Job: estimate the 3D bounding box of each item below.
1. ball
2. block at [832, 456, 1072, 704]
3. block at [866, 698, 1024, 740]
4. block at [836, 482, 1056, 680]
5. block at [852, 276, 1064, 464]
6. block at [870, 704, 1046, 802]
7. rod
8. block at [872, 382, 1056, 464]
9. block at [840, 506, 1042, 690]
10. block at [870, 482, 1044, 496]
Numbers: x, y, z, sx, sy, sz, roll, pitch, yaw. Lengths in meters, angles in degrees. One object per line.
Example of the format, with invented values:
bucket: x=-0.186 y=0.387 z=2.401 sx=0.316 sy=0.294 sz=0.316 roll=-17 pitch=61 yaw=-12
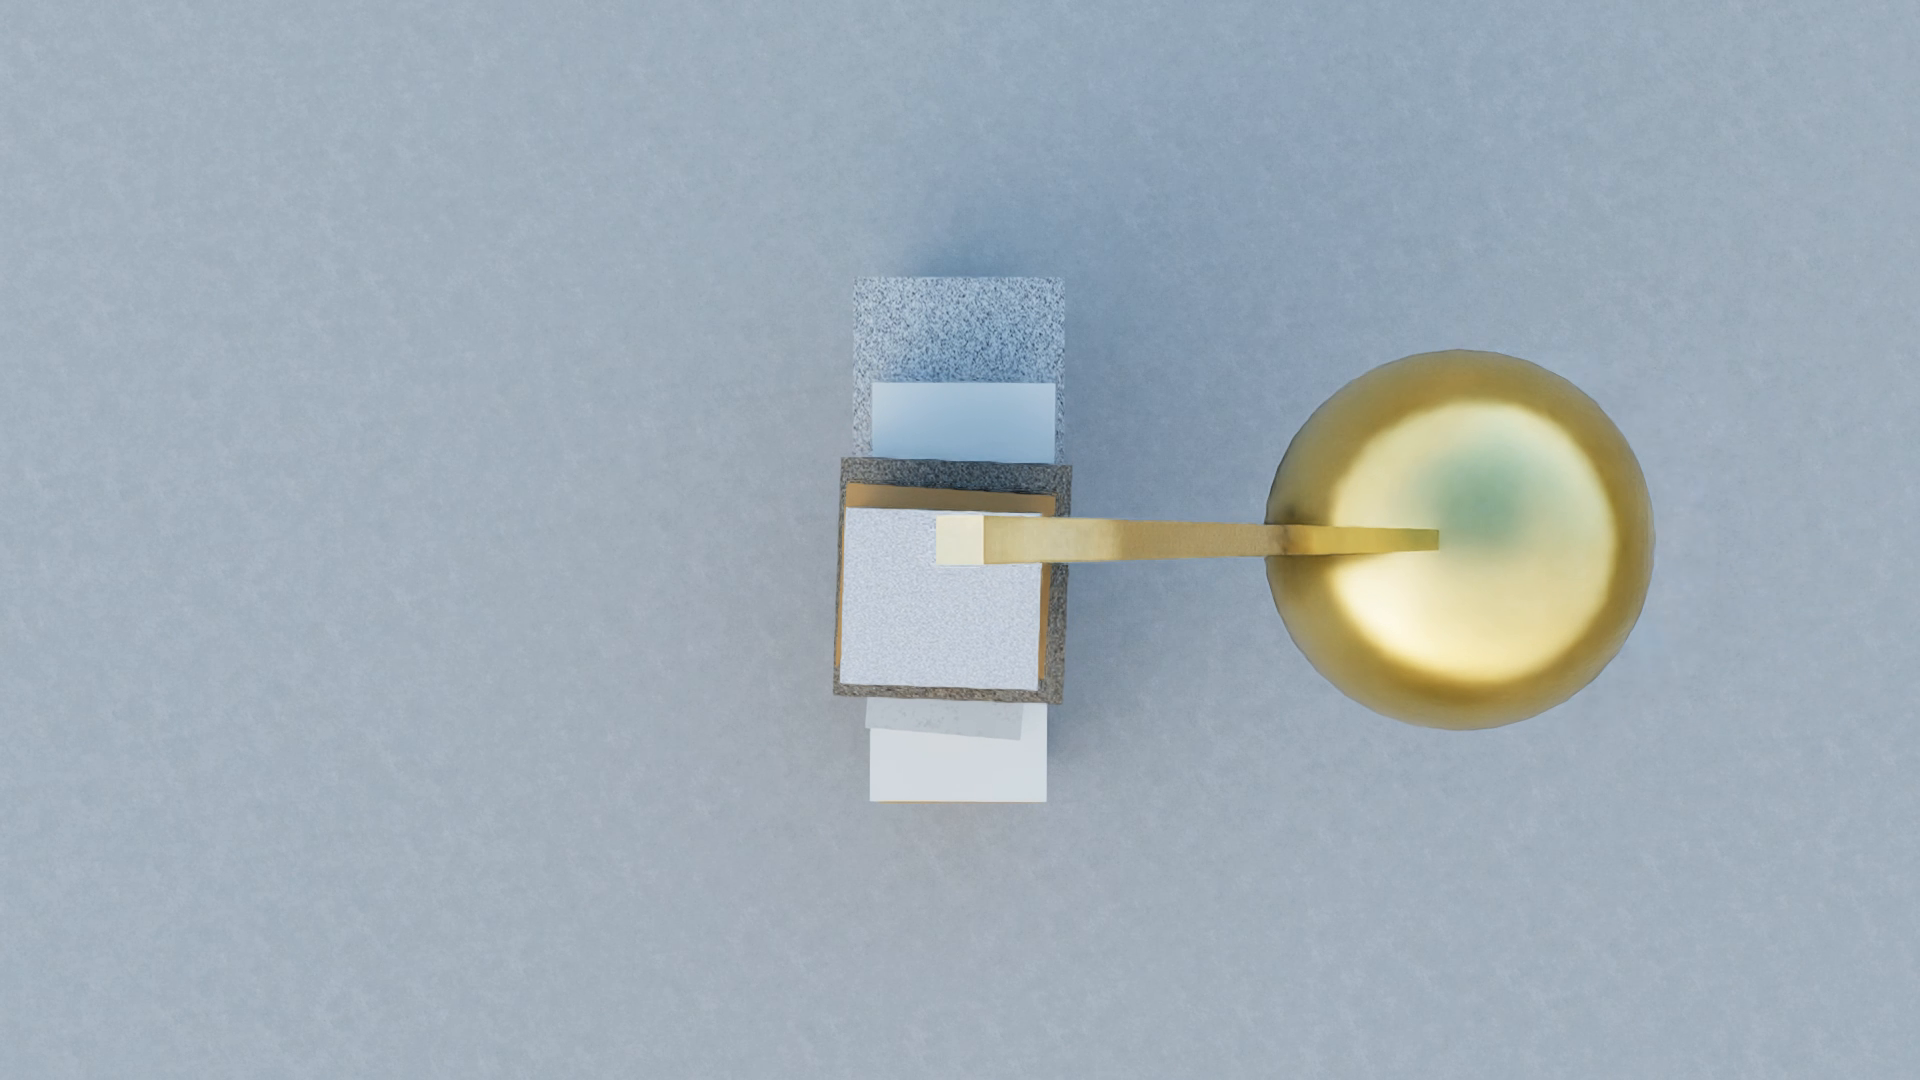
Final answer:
ball: x=2.074 y=0.000 z=9.202 sx=1.600 sy=1.600 sz=1.600 roll=0 pitch=90 yaw=0
block: x=-0.033 y=0.158 z=9.789 sx=0.986 sy=0.839 sz=1.019 roll=2 pitch=92 yaw=0
block: x=-0.047 y=0.509 z=10.630 sx=0.726 sy=0.803 sz=0.785 roll=5 pitch=90 yaw=0
block: x=-0.042 y=0.142 z=8.287 sx=0.754 sy=0.723 sz=0.663 roll=4 pitch=91 yaw=2
block: x=-0.006 y=-0.819 z=11.502 sx=1.060 sy=0.977 sz=0.995 roll=0 pitch=90 yaw=0
block: x=-0.007 y=0.893 z=11.463 sx=0.886 sy=0.860 sz=0.840 roll=0 pitch=90 yaw=0
rod: x=0.899 y=0.000 z=6.012 sx=0.080 sy=5.200 sz=0.080 roll=0 pitch=90 yaw=20
block: x=0.016 y=-0.363 z=10.599 sx=0.845 sy=0.822 sz=0.783 roll=0 pitch=94 yaw=0
block: x=-0.053 y=0.189 z=7.611 sx=0.654 sy=0.630 sz=0.585 roll=2 pitch=91 yaw=2
block: x=-0.022 y=0.118 z=9.004 sx=0.679 sy=0.713 sz=0.667 roll=3 pitch=91 yaw=2
